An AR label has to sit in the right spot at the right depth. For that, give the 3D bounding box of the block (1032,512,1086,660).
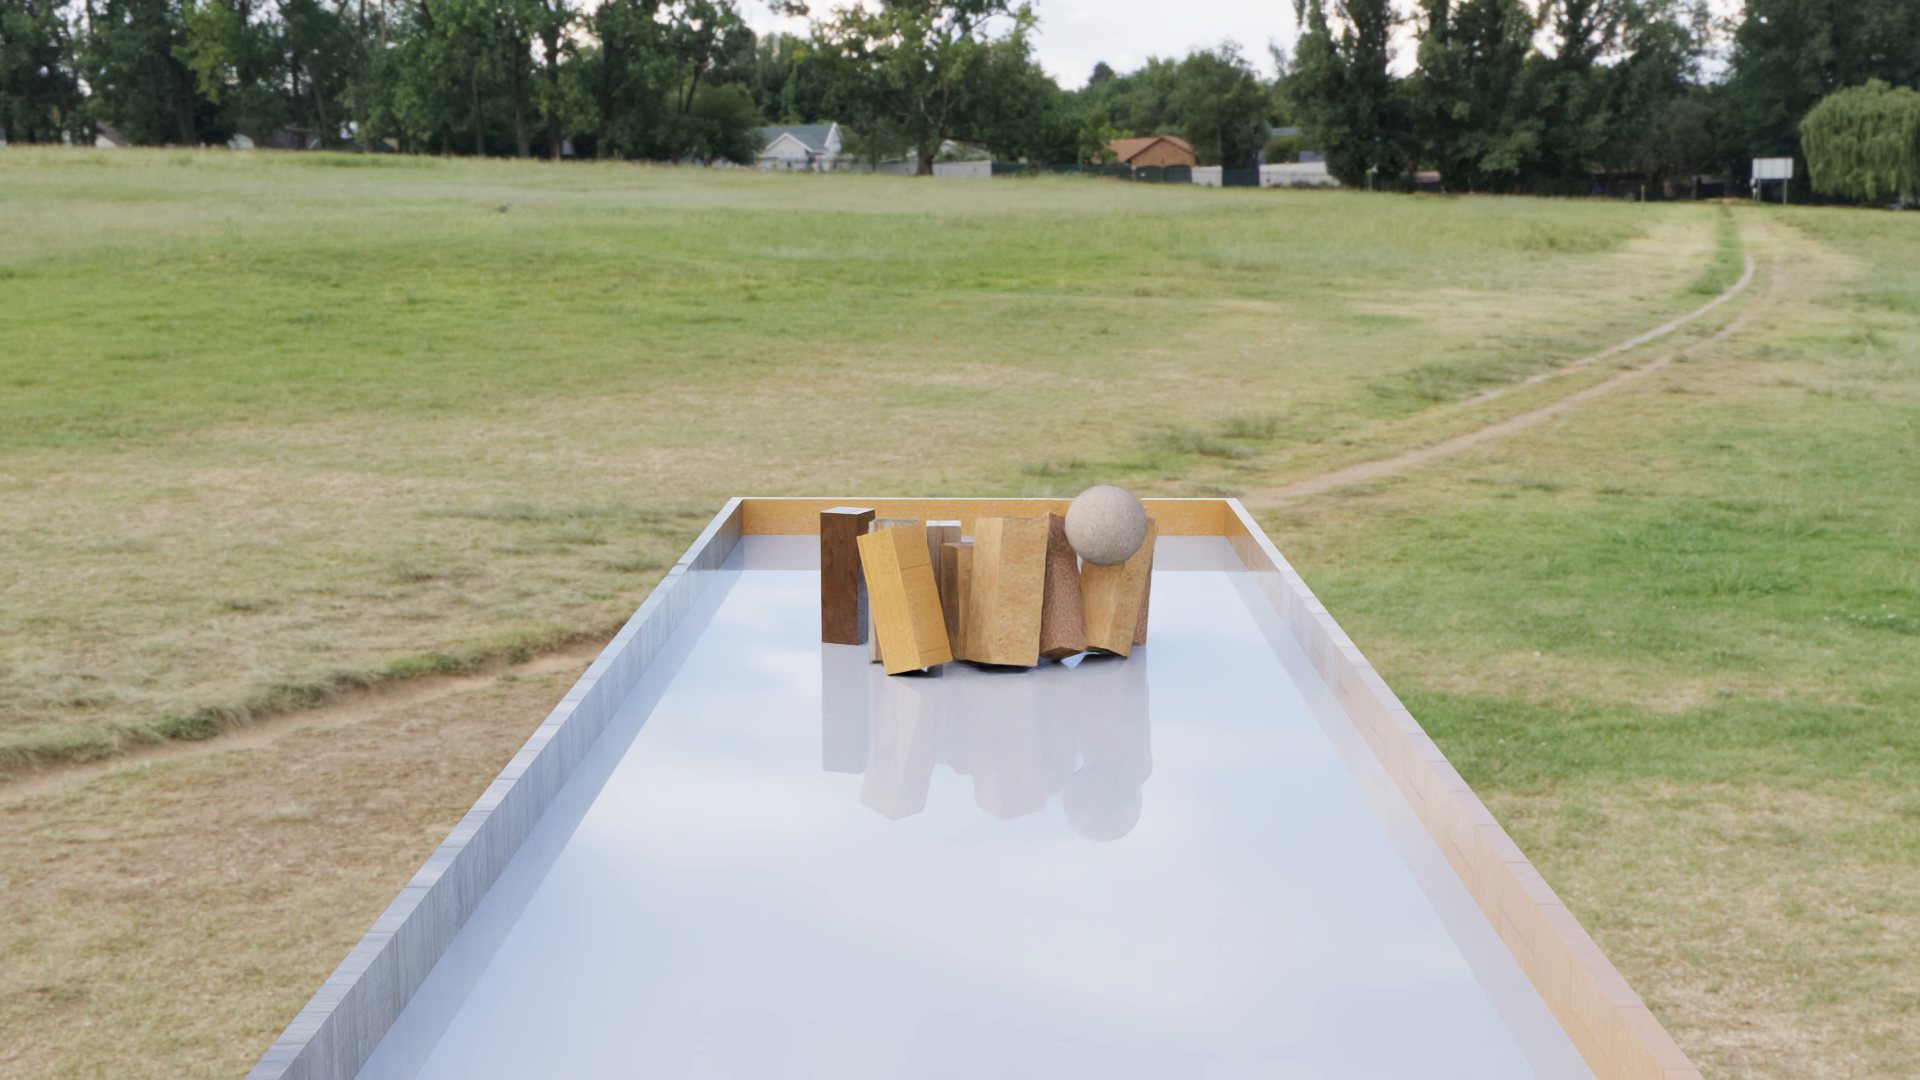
[{"bbox_3d":[0.285,0.142,6.685,0.111,0.423,0.111,14,-26,-43],"label":"block"}]

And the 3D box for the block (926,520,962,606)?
[{"bbox_3d":[-0.051,0.136,6.930,0.107,0.382,0.107,0,9,-1],"label":"block"}]

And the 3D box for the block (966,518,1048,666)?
[{"bbox_3d":[0.139,0.153,6.562,0.158,0.429,0.158,5,-1,-29],"label":"block"}]

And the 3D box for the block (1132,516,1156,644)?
[{"bbox_3d":[0.531,0.120,6.932,0.108,0.398,0.108,3,4,-20],"label":"block"}]

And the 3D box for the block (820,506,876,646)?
[{"bbox_3d":[-0.354,0.113,6.964,0.129,0.417,0.129,4,10,23],"label":"block"}]

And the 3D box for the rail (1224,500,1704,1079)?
[{"bbox_3d":[1.046,0.843,3.208,0.050,0.150,12.000,0,9,1],"label":"rail"}]

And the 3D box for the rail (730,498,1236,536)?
[{"bbox_3d":[0.099,-0.098,9.147,2.100,0.150,0.050,0,9,1],"label":"rail"}]

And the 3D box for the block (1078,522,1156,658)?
[{"bbox_3d":[0.463,0.135,6.738,0.147,0.417,0.147,8,-9,34],"label":"block"}]

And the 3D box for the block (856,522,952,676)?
[{"bbox_3d":[-0.164,0.173,6.503,0.142,0.419,0.142,-14,-2,41],"label":"block"}]

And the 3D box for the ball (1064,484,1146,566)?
[{"bbox_3d":[0.435,-0.044,6.568,0.244,0.244,0.244,0,9,0],"label":"ball"}]

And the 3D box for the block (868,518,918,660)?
[{"bbox_3d":[-0.202,0.151,6.690,0.130,0.421,0.130,1,5,8],"label":"block"}]

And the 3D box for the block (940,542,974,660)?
[{"bbox_3d":[0.048,0.183,6.729,0.162,0.342,0.162,-3,6,-19],"label":"block"}]

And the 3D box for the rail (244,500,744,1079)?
[{"bbox_3d":[-1.004,0.839,3.234,0.050,0.150,12.000,0,9,1],"label":"rail"}]
